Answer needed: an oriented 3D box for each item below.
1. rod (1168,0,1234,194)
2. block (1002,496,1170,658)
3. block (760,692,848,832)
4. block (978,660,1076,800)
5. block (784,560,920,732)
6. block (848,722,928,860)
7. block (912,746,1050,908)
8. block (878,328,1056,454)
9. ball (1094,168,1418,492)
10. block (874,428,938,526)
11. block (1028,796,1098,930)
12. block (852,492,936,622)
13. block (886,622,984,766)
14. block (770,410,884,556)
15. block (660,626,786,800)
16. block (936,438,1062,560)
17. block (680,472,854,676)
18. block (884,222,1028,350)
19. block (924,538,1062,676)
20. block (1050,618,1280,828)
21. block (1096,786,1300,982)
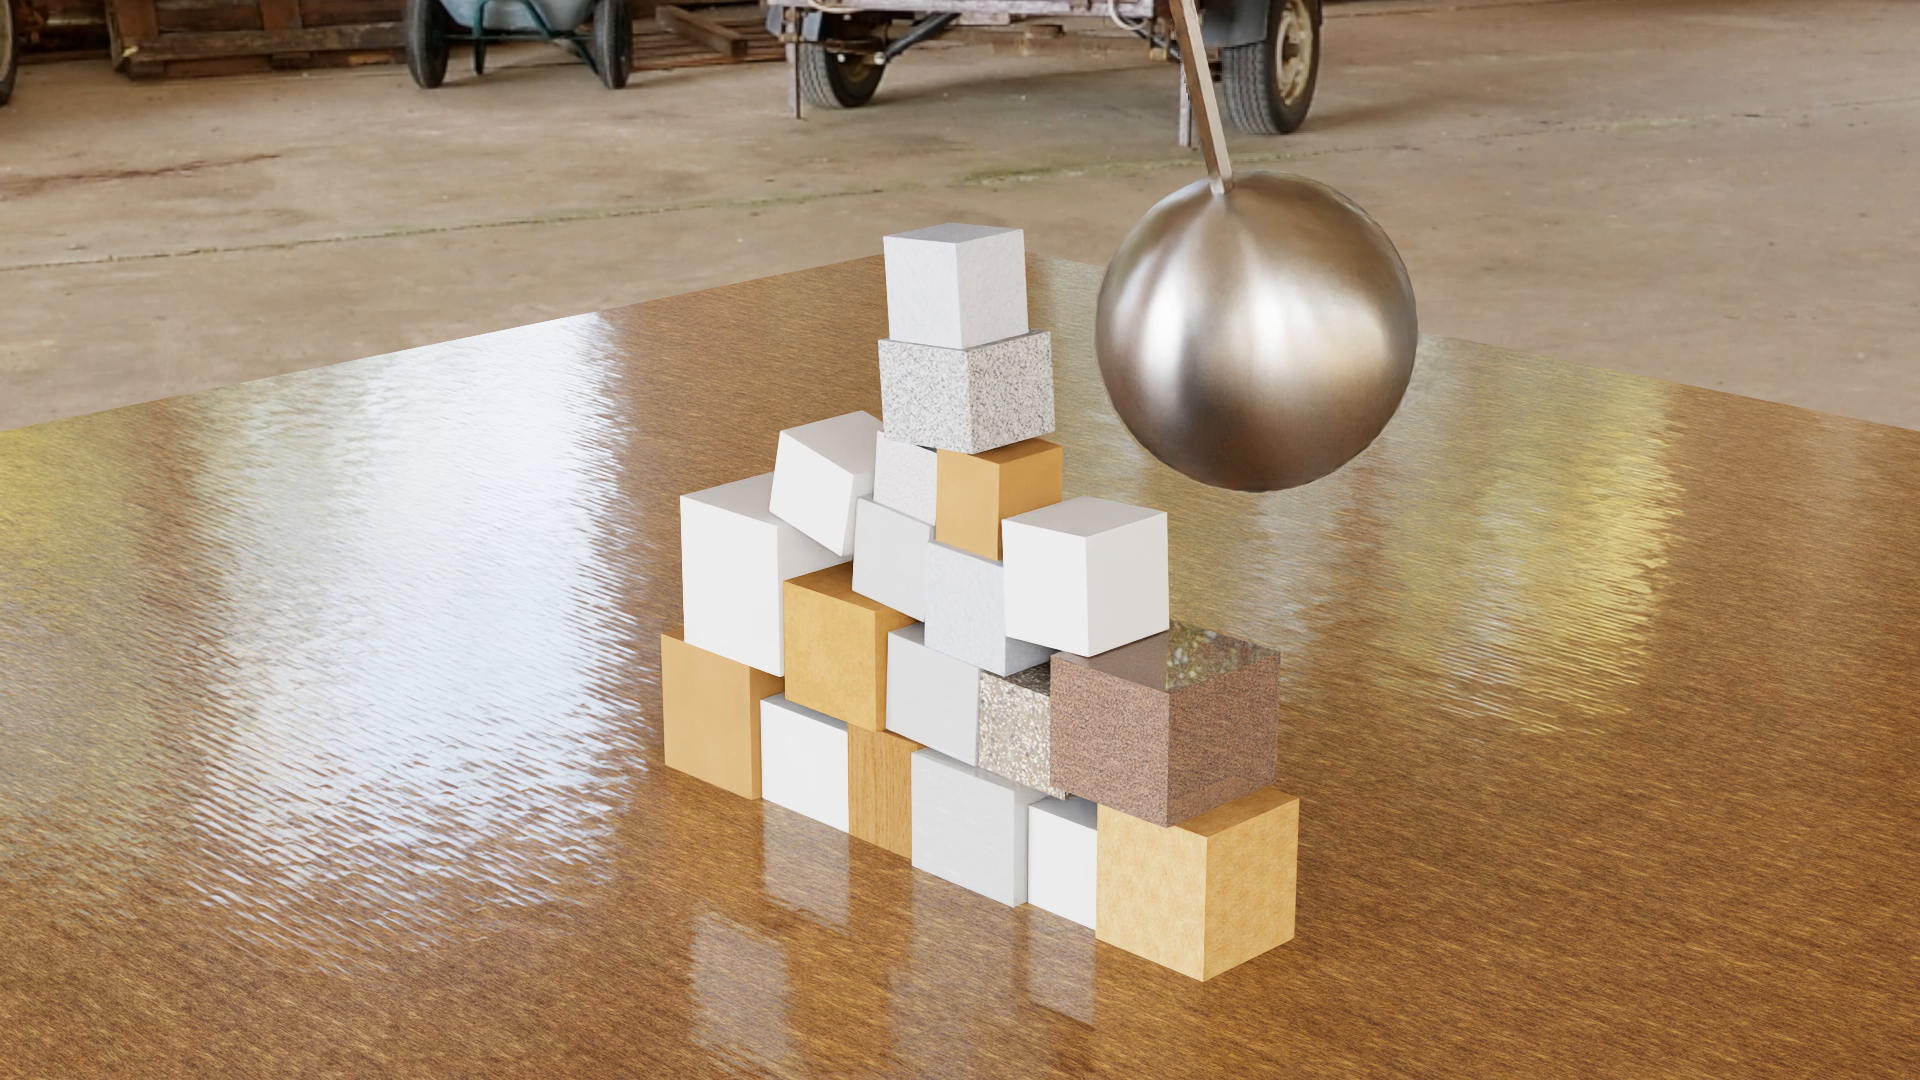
[{"bbox_3d":[0.636,-3.830,12.804,0.080,5.200,0.080,17,44,42],"label":"rod"},{"bbox_3d":[0.550,0.150,12.794,0.522,0.529,0.491,-17,21,-42],"label":"block"},{"bbox_3d":[-0.556,1.024,14.233,0.541,0.512,0.619,-17,24,-42],"label":"block"},{"bbox_3d":[0.450,0.813,13.129,0.495,0.456,0.527,-17,25,-42],"label":"block"},{"bbox_3d":[-0.398,0.478,13.890,0.603,0.594,0.629,-17,24,-42],"label":"block"},{"bbox_3d":[-0.171,1.109,13.844,0.539,0.582,0.467,-17,24,-42],"label":"block"},{"bbox_3d":[0.234,1.240,13.466,0.639,0.560,0.652,-17,24,-42],"label":"block"},{"bbox_3d":[0.031,-0.690,13.108,0.526,0.455,0.560,-17,20,-42],"label":"block"},{"bbox_3d":[1.467,-1.036,14.554,1.600,1.600,1.600,0,17,0],"label":"ball"},{"bbox_3d":[-0.103,-0.323,13.358,0.400,0.338,0.399,23,28,40],"label":"block"},{"bbox_3d":[0.653,1.395,13.120,0.531,0.471,0.454,-17,24,-42],"label":"block"},{"bbox_3d":[-0.174,0.044,13.509,0.408,0.463,0.477,-17,29,-42],"label":"block"},{"bbox_3d":[0.055,0.666,13.497,0.528,0.476,0.581,-16,26,-43],"label":"block"},{"bbox_3d":[-0.508,-0.272,13.782,0.522,0.420,0.512,-17,37,-42],"label":"block"},{"bbox_3d":[-1.018,0.798,14.642,0.652,0.698,0.663,-17,24,-42],"label":"block"},{"bbox_3d":[0.175,-0.208,13.088,0.386,0.445,0.405,19,26,42],"label":"block"},{"bbox_3d":[-0.863,0.146,14.299,0.686,0.751,0.702,-17,24,-42],"label":"block"},{"bbox_3d":[-0.017,-1.131,12.984,0.420,0.464,0.452,-17,20,-42],"label":"block"},{"bbox_3d":[0.208,0.248,13.218,0.527,0.503,0.505,-17,26,-42],"label":"block"},{"bbox_3d":[0.884,0.775,12.673,0.726,0.601,0.674,-17,24,-42],"label":"block"},{"bbox_3d":[1.026,1.424,12.712,0.611,0.661,0.616,-17,24,-42],"label":"block"}]
